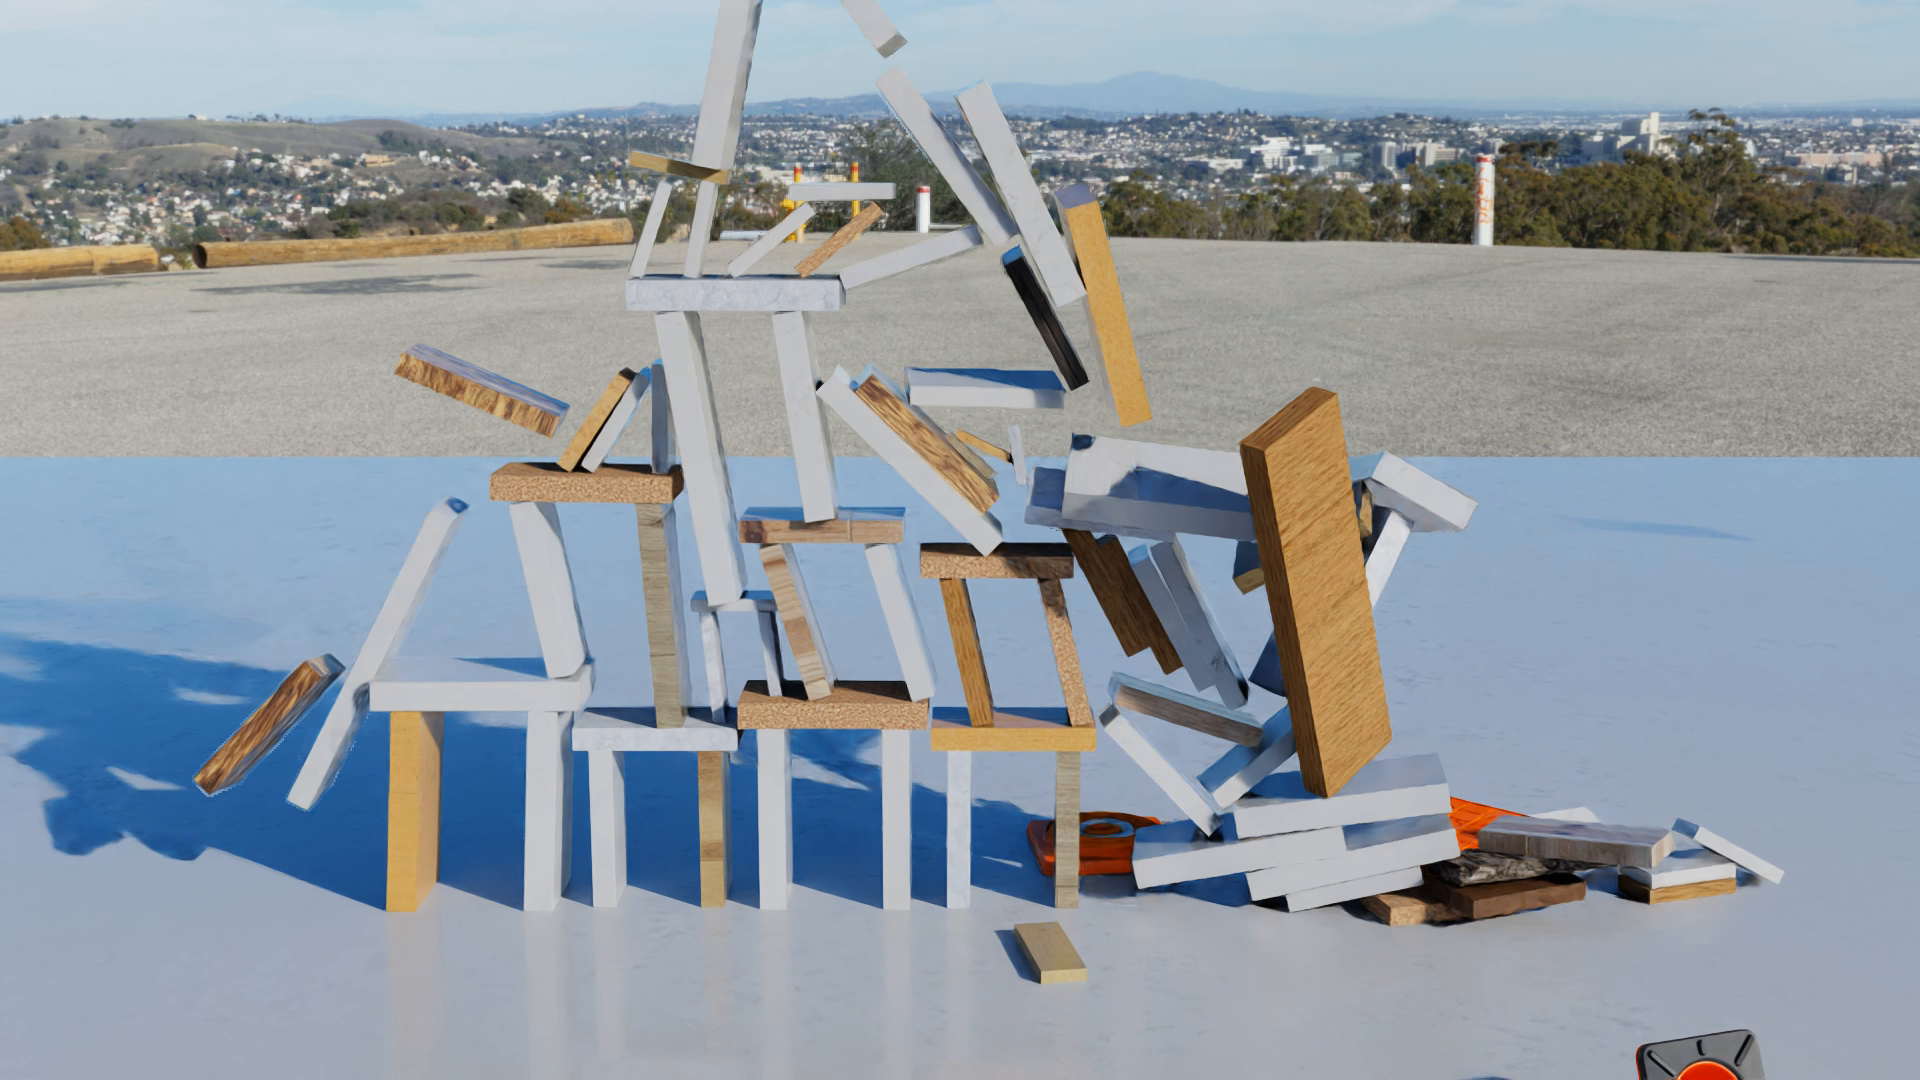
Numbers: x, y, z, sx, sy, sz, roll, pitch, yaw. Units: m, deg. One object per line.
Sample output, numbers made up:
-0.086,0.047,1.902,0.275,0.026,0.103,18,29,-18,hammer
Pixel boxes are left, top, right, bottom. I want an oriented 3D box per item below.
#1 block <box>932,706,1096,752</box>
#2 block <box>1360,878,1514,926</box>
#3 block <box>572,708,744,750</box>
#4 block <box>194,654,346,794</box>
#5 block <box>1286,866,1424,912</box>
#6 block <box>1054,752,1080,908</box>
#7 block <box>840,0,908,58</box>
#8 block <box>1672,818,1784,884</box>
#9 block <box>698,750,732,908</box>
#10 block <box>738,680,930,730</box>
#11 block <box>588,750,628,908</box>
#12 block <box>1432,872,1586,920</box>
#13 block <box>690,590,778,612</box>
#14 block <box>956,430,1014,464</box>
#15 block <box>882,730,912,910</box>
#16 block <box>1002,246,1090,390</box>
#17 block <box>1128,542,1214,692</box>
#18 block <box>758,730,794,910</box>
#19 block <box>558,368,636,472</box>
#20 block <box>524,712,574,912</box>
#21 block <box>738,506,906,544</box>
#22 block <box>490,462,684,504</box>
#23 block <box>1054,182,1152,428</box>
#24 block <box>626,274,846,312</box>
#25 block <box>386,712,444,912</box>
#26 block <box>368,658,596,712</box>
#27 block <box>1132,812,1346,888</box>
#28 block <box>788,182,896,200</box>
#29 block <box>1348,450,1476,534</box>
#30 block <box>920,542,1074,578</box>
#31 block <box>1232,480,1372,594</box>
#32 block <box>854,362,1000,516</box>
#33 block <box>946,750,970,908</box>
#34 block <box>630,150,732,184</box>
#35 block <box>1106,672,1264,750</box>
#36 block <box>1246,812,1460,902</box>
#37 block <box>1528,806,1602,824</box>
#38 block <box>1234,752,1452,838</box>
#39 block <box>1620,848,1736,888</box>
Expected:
0.087,0.310,3.614,0.266,0.038,0.133,0,11,1,block
0.780,0.588,3.594,0.221,0.031,0.110,-3,11,-15,block
-0.494,0.310,3.617,0.266,0.038,0.133,0,11,0,block
-1.133,0.300,3.615,0.038,0.265,0.133,44,3,-1,block
0.644,0.556,3.613,0.221,0.031,0.110,-13,9,8,block
0.176,0.460,3.641,0.038,0.266,0.133,0,11,1,block
-0.199,-0.889,3.388,0.045,0.315,0.158,-36,4,7,block
1.294,0.524,3.709,0.170,0.024,0.085,28,-1,-8,block
-0.405,0.459,3.645,0.038,0.265,0.133,0,11,0,block
-0.205,0.270,3.609,0.304,0.043,0.152,0,11,1,block
-0.582,0.459,3.645,0.038,0.266,0.133,0,11,0,block
0.887,0.563,3.557,0.221,0.031,0.110,-5,14,-24,block
-0.364,0.099,3.580,0.140,0.020,0.070,0,11,0,block
0.042,-0.151,3.558,0.096,0.014,0.048,26,4,11,block
-0.103,0.441,3.641,0.043,0.304,0.152,0,11,0,block
0.135,-0.353,3.496,0.032,0.226,0.113,-28,15,7,block
0.347,0.126,3.615,0.034,0.238,0.119,-28,9,6,block
-0.305,0.440,3.641,0.043,0.304,0.152,0,11,0,block
-0.580,-0.193,3.533,0.025,0.177,0.089,35,10,-4,block
-0.678,0.424,3.636,0.048,0.336,0.168,3,11,-1,block
-0.220,-0.025,3.556,0.260,0.037,0.130,0,11,2,block
-0.599,-0.093,3.544,0.287,0.041,0.144,1,11,1,block
0.226,-0.374,3.485,0.051,0.357,0.179,-16,18,1,block
-0.352,-0.393,3.483,0.330,0.047,0.165,0,11,1,block
-0.900,0.424,3.636,0.048,0.336,0.168,4,10,-1,block
-0.777,0.235,3.598,0.336,0.048,0.168,0,11,-1,block
0.461,0.499,3.642,0.342,0.048,0.171,-11,9,9,block
-0.183,-0.548,3.455,0.161,0.023,0.081,0,12,3,block
0.736,-0.077,3.703,0.171,0.048,0.342,29,-3,-3,block
0.058,0.032,3.566,0.244,0.035,0.122,0,11,-1,block
0.562,-0.004,3.603,0.239,0.034,0.120,-28,23,26,block
-0.055,-0.166,3.558,0.285,0.040,0.143,44,8,-11,block
-0.002,0.459,3.642,0.038,0.266,0.133,0,11,0,block
-0.438,-0.584,3.449,0.151,0.021,0.076,11,10,-2,block
0.371,0.281,3.639,0.248,0.035,0.124,18,6,-4,block
0.642,0.511,3.638,0.342,0.048,0.171,-13,9,7,block
1.042,0.520,3.823,0.211,0.030,0.105,-3,36,-32,block
0.623,0.419,3.613,0.342,0.048,0.171,-8,10,8,block
1.204,0.550,3.688,0.170,0.024,0.085,-4,11,-20,block
